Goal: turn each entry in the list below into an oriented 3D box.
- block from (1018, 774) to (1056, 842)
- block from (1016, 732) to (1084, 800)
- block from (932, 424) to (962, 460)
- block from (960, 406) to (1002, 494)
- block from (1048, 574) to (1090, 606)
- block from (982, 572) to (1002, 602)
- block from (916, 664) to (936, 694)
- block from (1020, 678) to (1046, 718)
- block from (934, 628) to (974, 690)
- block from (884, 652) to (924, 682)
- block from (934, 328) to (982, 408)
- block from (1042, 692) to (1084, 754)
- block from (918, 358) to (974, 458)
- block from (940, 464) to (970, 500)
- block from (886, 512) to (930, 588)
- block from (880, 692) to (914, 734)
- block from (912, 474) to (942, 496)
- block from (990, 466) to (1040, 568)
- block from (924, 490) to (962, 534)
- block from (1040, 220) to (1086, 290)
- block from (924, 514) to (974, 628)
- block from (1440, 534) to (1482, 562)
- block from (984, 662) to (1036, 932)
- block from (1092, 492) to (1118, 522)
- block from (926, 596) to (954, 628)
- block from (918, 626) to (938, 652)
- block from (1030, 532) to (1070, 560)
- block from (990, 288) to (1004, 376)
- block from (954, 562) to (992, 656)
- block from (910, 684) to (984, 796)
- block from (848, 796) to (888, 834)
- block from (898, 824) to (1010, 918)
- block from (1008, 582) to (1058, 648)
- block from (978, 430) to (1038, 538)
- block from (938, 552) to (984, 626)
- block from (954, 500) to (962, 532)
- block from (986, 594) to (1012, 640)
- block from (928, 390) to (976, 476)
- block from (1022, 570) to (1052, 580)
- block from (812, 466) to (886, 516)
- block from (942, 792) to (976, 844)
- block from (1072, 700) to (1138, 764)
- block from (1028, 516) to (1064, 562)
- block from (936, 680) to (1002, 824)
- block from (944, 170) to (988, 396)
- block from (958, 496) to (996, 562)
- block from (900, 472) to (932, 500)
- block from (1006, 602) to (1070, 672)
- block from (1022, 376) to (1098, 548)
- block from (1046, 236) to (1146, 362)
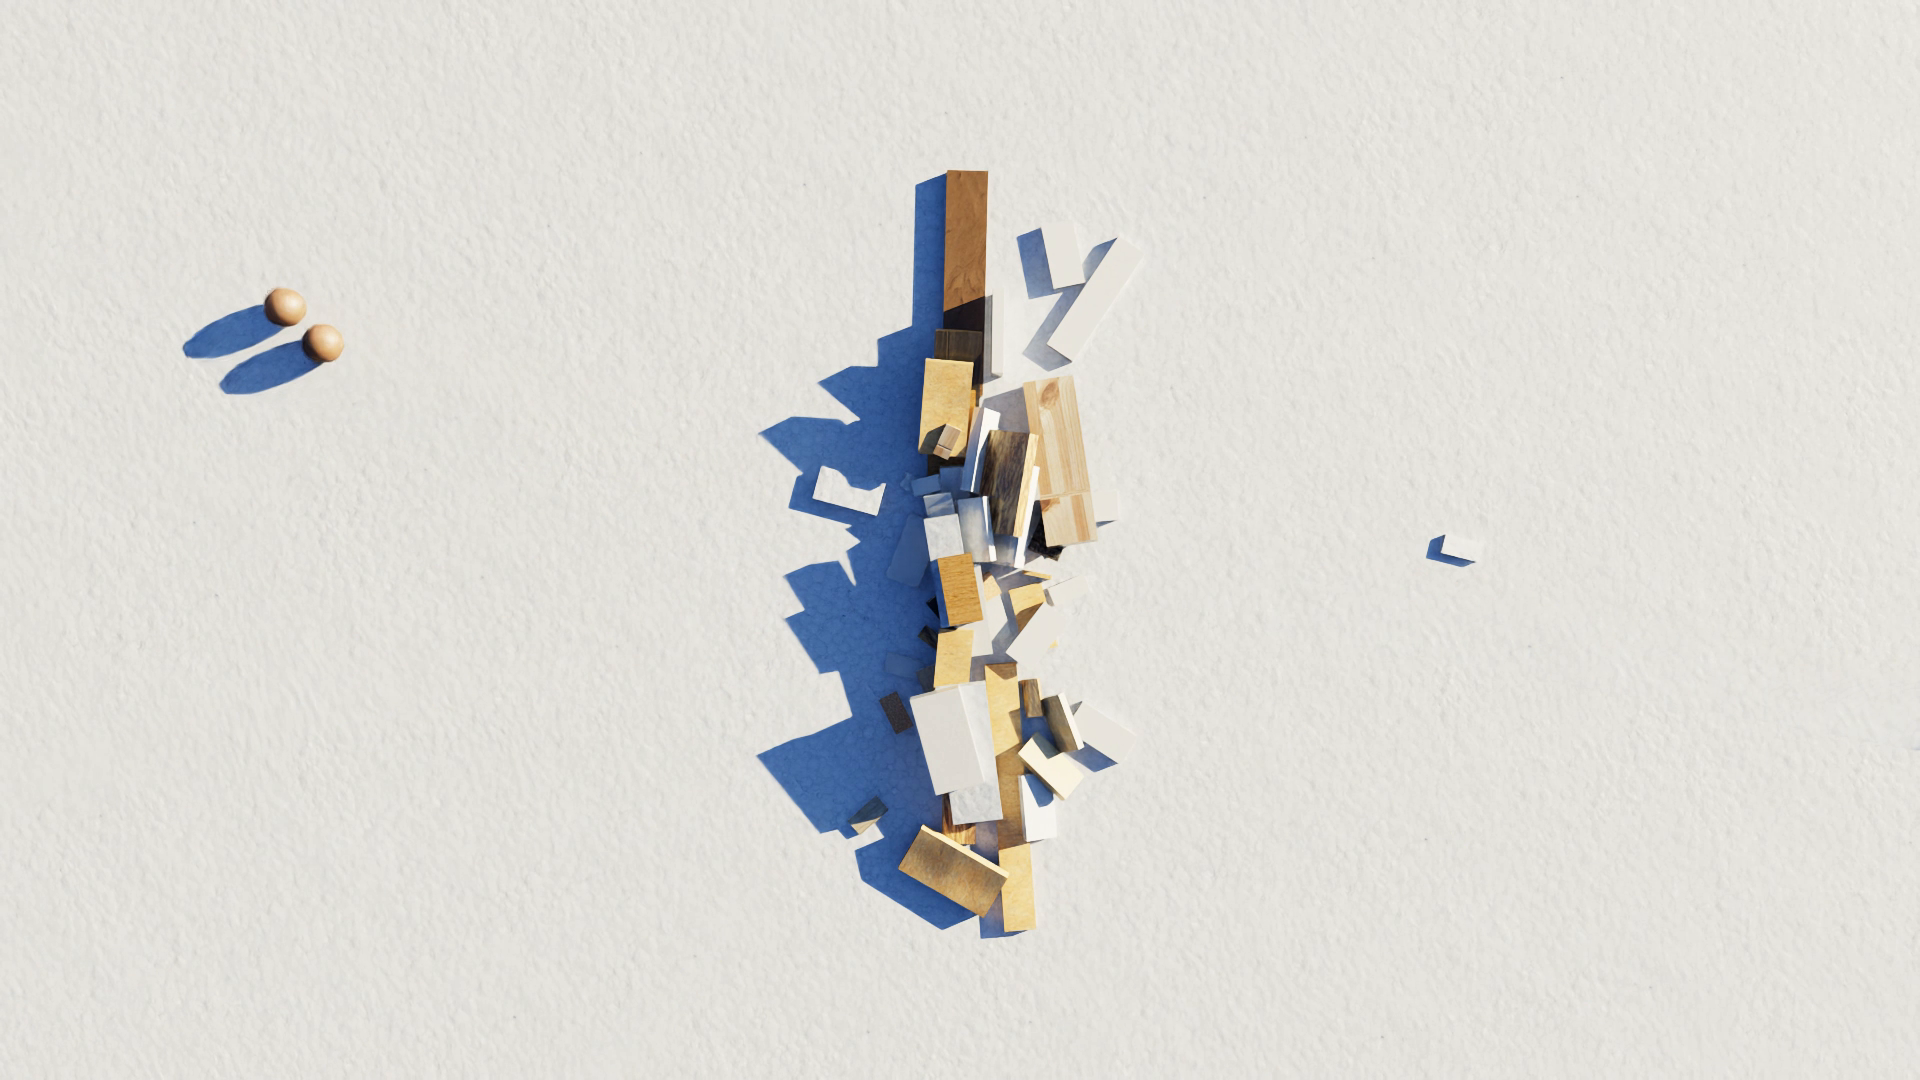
[{"bbox_3d":[0.257,0.881,5.466,0.108,0.031,0.217,-5,90,-21],"label":"block"},{"bbox_3d":[0.297,0.748,5.459,0.217,0.031,0.108,44,60,0],"label":"block"},{"bbox_3d":[-0.042,-0.320,5.366,0.053,0.015,0.106,24,105,-7],"label":"block"},{"bbox_3d":[0.070,-0.292,5.430,0.039,0.137,0.275,9,90,25],"label":"block"},{"bbox_3d":[0.363,0.166,5.491,0.128,0.018,0.064,-22,90,0],"label":"block"},{"bbox_3d":[0.047,0.180,5.452,0.164,0.023,0.082,-30,99,-6],"label":"block"},{"bbox_3d":[-0.052,0.517,5.453,0.110,0.031,0.220,-24,90,0],"label":"block"},{"bbox_3d":[0.242,0.524,5.476,0.063,0.018,0.126,-9,90,32],"label":"block"},{"bbox_3d":[-0.022,0.404,5.407,0.113,0.032,0.227,5,97,0],"label":"block"},{"bbox_3d":[-0.187,0.421,5.491,0.128,0.018,0.064,16,90,0],"label":"block"},{"bbox_3d":[-0.009,-0.536,5.422,0.153,0.043,0.306,2,107,0],"label":"block"},{"bbox_3d":[0.335,0.605,5.455,0.027,0.096,0.192,-21,90,-42],"label":"block"},{"bbox_3d":[-0.047,-0.429,5.363,0.153,0.043,0.306,5,107,-1],"label":"block"},{"bbox_3d":[-0.015,-0.155,5.456,0.093,0.026,0.185,-3,110,1],"label":"block"},{"bbox_3d":[-0.153,0.035,5.484,0.113,0.032,0.227,21,90,0],"label":"block"},{"bbox_3d":[-0.213,0.576,5.491,0.064,0.018,0.128,-27,90,0],"label":"block"},{"bbox_3d":[-0.110,-0.181,5.449,0.106,0.015,0.053,-14,90,33],"label":"block"},{"bbox_3d":[0.155,-0.085,5.428,0.167,0.047,0.335,9,90,40],"label":"block"},{"bbox_3d":[-0.054,-0.063,5.430,0.093,0.026,0.185,-10,104,11],"label":"block"},{"bbox_3d":[0.342,-0.948,5.485,0.107,0.030,0.213,-11,90,0],"label":"block"},{"bbox_3d":[-0.034,0.101,5.367,0.111,0.031,0.359,-9,98,2],"label":"block"},{"bbox_3d":[1.668,0.028,5.491,0.126,0.018,0.063,14,90,0],"label":"block"},{"bbox_3d":[0.168,0.853,5.485,0.105,0.030,0.887,-4,90,0],"label":"block"},{"bbox_3d":[0.410,-0.107,5.486,0.228,0.027,0.096,-4,90,0],"label":"block"},{"bbox_3d":[-0.029,0.246,5.473,0.082,0.023,0.164,-39,101,0],"label":"block"},{"bbox_3d":[-0.090,0.330,5.493,0.095,0.013,0.047,37,90,0],"label":"block"},{"bbox_3d":[0.340,-0.022,5.452,0.192,0.027,0.096,-29,81,0],"label":"block"},{"bbox_3d":[0.124,-0.681,5.431,0.039,0.137,0.275,1,90,0],"label":"block"},{"bbox_3d":[0.031,0.230,5.416,0.113,0.032,0.304,-8,98,2],"label":"block"},{"bbox_3d":[-0.041,0.649,5.355,0.164,0.046,0.328,-15,98,3],"label":"block"},{"bbox_3d":[-0.306,0.916,5.491,0.126,0.018,0.063,-41,90,0],"label":"block"},{"bbox_3d":[-0.022,1.094,5.457,0.328,0.046,0.164,30,103,1],"label":"block"},{"bbox_3d":[0.243,0.260,5.484,0.110,0.031,0.221,-15,90,0],"label":"block"},{"bbox_3d":[0.149,-0.186,5.383,0.167,0.047,0.335,10,90,40],"label":"block"},{"bbox_3d":[0.002,0.160,5.343,0.111,0.031,0.221,-10,97,2],"label":"block"},{"bbox_3d":[0.003,-0.040,5.462,0.093,0.026,0.185,-1,106,0],"label":"block"},{"bbox_3d":[0.109,0.249,5.488,0.082,0.023,0.164,-16,90,0],"label":"block"},{"bbox_3d":[-0.029,-0.340,5.435,0.153,0.043,0.306,1,107,0],"label":"block"},{"bbox_3d":[0.255,0.115,5.476,0.094,0.047,0.013,12,90,0],"label":"block"},{"bbox_3d":[-0.368,-0.163,5.484,0.221,0.031,0.111,15,90,0],"label":"block"},{"bbox_3d":[-0.002,0.750,5.484,0.110,0.031,0.515,1,90,0],"label":"block"},{"bbox_3d":[0.470,0.640,5.485,0.217,0.031,0.108,33,90,0],"label":"block"},{"bbox_3d":[0.314,-0.048,5.428,0.107,0.030,0.213,23,83,8],"label":"block"},{"bbox_3d":[0.030,0.698,5.409,0.164,0.046,0.459,-7,99,2],"label":"block"},{"bbox_3d":[0.016,-0.852,5.481,0.137,0.039,0.745,1,90,0],"label":"block"},{"bbox_3d":[0.054,-0.033,5.386,0.105,0.030,0.210,-5,94,37],"label":"block"},{"bbox_3d":[-0.146,-0.178,5.492,0.106,0.015,0.053,33,90,0],"label":"block"},{"bbox_3d":[0.256,0.319,5.454,0.105,0.030,0.210,38,90,0],"label":"block"},{"bbox_3d":[0.330,-0.258,5.422,0.167,0.047,0.556,-9,80,4],"label":"block"},{"bbox_3d":[0.451,-0.801,5.485,0.107,0.030,0.432,34,90,0],"label":"block"}]
